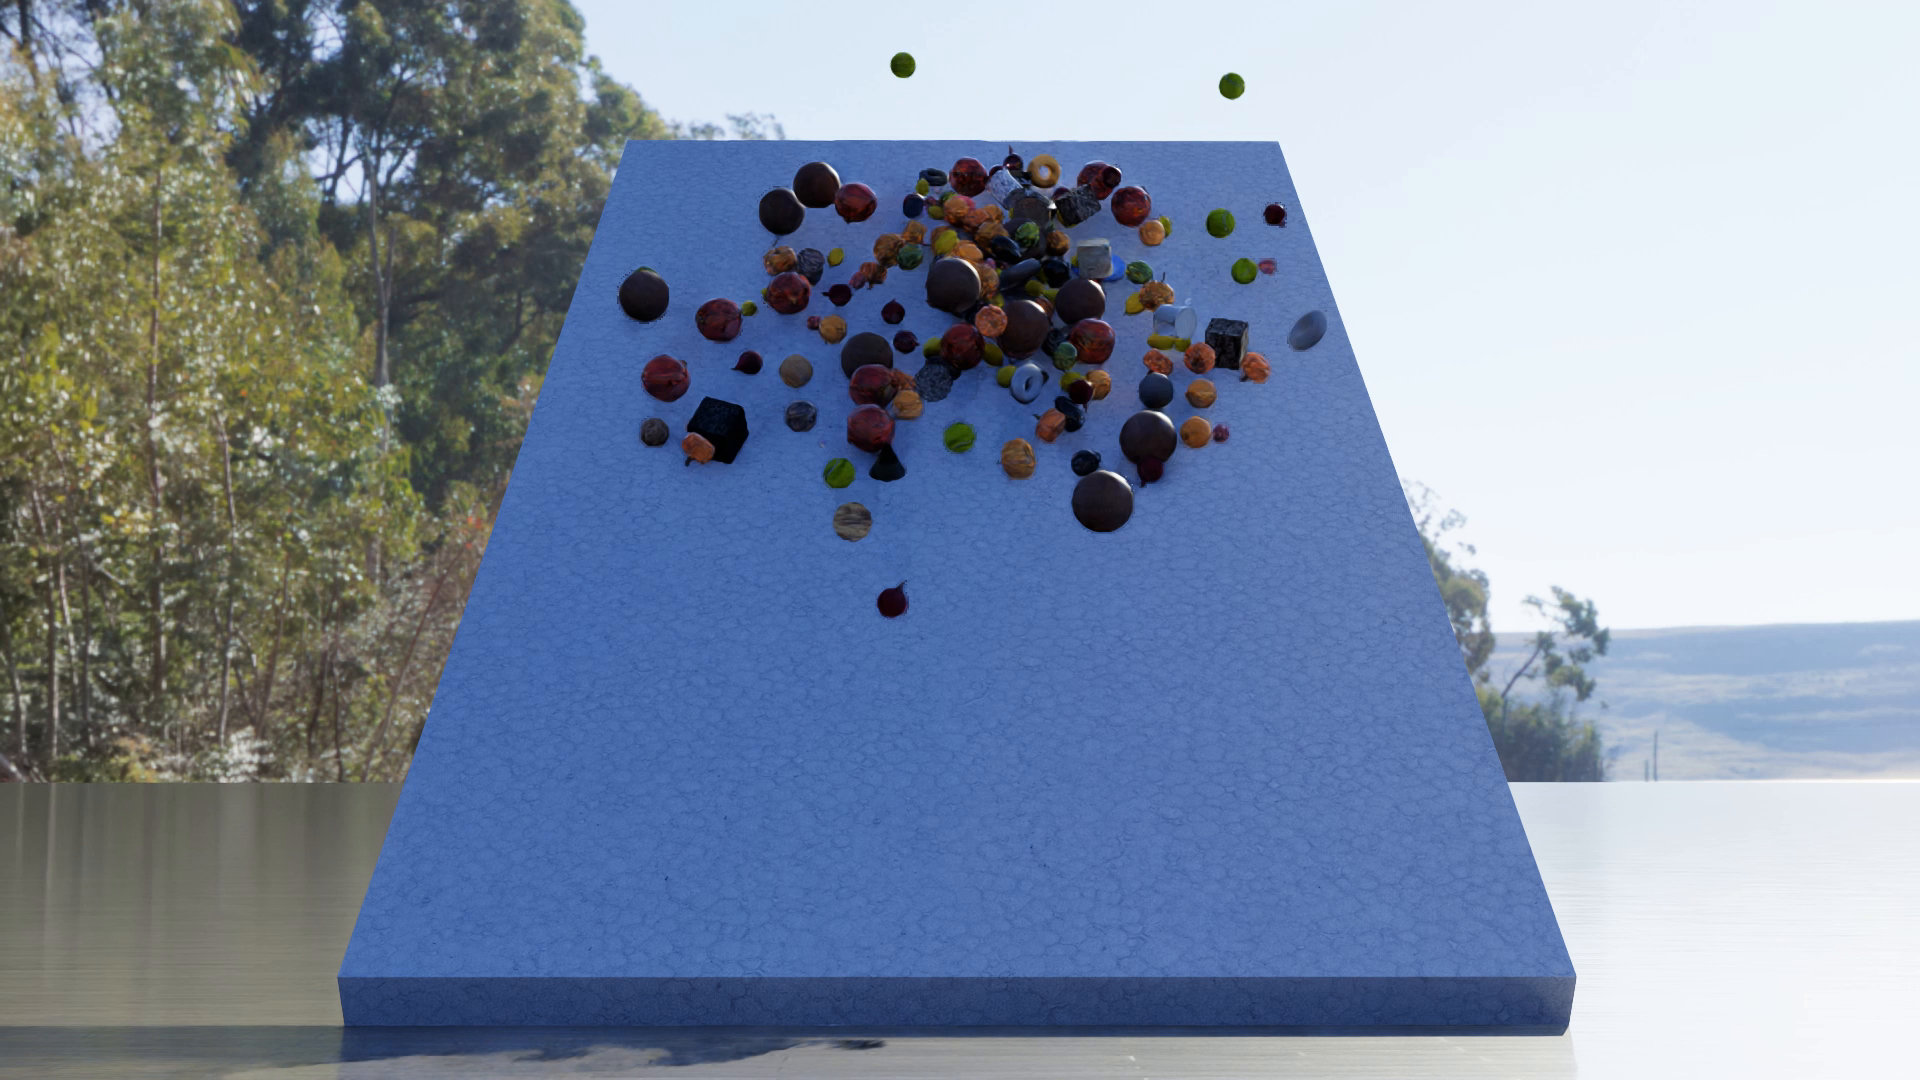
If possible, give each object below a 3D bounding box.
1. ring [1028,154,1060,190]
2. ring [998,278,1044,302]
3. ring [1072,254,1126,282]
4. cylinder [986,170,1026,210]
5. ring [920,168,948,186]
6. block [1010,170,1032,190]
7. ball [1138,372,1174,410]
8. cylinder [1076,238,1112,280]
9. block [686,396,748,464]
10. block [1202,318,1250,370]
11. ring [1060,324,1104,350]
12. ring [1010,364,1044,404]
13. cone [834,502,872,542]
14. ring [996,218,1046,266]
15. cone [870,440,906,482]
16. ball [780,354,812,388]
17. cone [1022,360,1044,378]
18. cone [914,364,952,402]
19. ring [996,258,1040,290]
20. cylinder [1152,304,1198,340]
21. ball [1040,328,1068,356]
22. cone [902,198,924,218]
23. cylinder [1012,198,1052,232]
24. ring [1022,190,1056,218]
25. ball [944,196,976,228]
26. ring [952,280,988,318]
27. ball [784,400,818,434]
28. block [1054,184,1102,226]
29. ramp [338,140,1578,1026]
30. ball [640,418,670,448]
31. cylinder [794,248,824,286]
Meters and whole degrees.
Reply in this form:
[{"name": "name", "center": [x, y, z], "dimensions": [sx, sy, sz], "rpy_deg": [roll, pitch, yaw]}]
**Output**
[{"name": "ring", "center": [0.244, -1.069, 6.964], "dimensions": [0.101, 0.101, 0.034], "rpy_deg": [2, 10, -17]}, {"name": "ring", "center": [0.158, -0.662, 6.306], "dimensions": [0.122, 0.041, 0.122], "rpy_deg": [1, 29, -1]}, {"name": "ring", "center": [0.370, -0.732, 6.419], "dimensions": [0.145, 0.048, 0.145], "rpy_deg": [4, 30, -2]}, {"name": "cylinder", "center": [0.127, -0.974, 6.667], "dimensions": [0.080, 0.080, 0.080], "rpy_deg": [-32, -26, -18]}, {"name": "ring", "center": [-0.077, -1.058, 7.009], "dimensions": [0.087, 0.029, 0.087], "rpy_deg": [6, 32, -4]}, {"name": "block", "center": [0.170, -1.018, 6.905], "dimensions": [0.063, 0.063, 0.063], "rpy_deg": [6, -45, 3]}, {"name": "ball", "center": [0.466, -0.354, 5.702], "dimensions": [0.086, 0.086, 0.086], "rpy_deg": [0, -6, 0]}, {"name": "cylinder", "center": [0.350, -0.731, 6.230], "dimensions": [0.086, 0.086, 0.086], "rpy_deg": [-7, 21, 3]}, {"name": "block", "center": [-0.550, -0.249, 5.458], "dimensions": [0.097, 0.097, 0.097], "rpy_deg": [15, -37, 16]}, {"name": "block", "center": [0.658, -0.485, 5.935], "dimensions": [0.092, 0.092, 0.092], "rpy_deg": [9, 30, 16]}, {"name": "ring", "center": [0.303, -0.511, 6.033], "dimensions": [0.121, 0.040, 0.121], "rpy_deg": [-1, 27, 1]}, {"name": "ring", "center": [0.157, -0.365, 5.610], "dimensions": [0.094, 0.094, 0.031], "rpy_deg": [6, 10, -45]}, {"name": "cone", "center": [-0.237, -0.040, 5.179], "dimensions": [0.085, 0.085, 0.085], "rpy_deg": [1, 2, -10]}, {"name": "ring", "center": [0.166, -0.800, 6.472], "dimensions": [0.137, 0.137, 0.046], "rpy_deg": [1, 2, -5]}, {"name": "cone", "center": [-0.163, -0.188, 5.401], "dimensions": [0.083, 0.083, 0.083], "rpy_deg": [0, 29, 0]}, {"name": "ball", "center": [-0.396, -0.409, 5.802], "dimensions": [0.081, 0.081, 0.081], "rpy_deg": [0, -6, 0]}, {"name": "cone", "center": [0.183, -0.405, 5.854], "dimensions": [0.062, 0.062, 0.062], "rpy_deg": [-2, 1, 15]}, {"name": "cone", "center": [-0.072, -0.377, 5.788], "dimensions": [0.092, 0.092, 0.092], "rpy_deg": [1, 2, -10]}, {"name": "ring", "center": [0.151, -0.690, 6.223], "dimensions": [0.126, 0.042, 0.126], "rpy_deg": [-27, -1, 0]}, {"name": "cylinder", "center": [0.447, -0.454, 4.989], "dimensions": [0.066, 0.066, 0.066], "rpy_deg": [5, 6, -41]}, {"name": "ball", "center": [0.235, -0.491, 5.965], "dimensions": [0.070, 0.070, 0.070], "rpy_deg": [0, -6, 0]}, {"name": "cone", "center": [-0.116, -0.899, 6.601], "dimensions": [0.062, 0.062, 0.062], "rpy_deg": [-3, -23, 24]}, {"name": "cylinder", "center": [0.198, -0.882, 6.544], "dimensions": [0.099, 0.099, 0.099], "rpy_deg": [-1, 3, 7]}, {"name": "ring", "center": [0.214, -0.948, 6.779], "dimensions": [0.131, 0.044, 0.131], "rpy_deg": [26, 23, -12]}, {"name": "ball", "center": [0.001, -0.920, 6.719], "dimensions": [0.092, 0.092, 0.092], "rpy_deg": [0, -6, 0]}, {"name": "ring", "center": [0.024, -0.618, 6.151], "dimensions": [0.038, 0.115, 0.115], "rpy_deg": [42, -16, -10]}, {"name": "ball", "center": [-0.362, -0.281, 5.460], "dimensions": [0.077, 0.077, 0.077], "rpy_deg": [0, -6, 0]}, {"name": "block", "center": [0.322, -0.916, 6.565], "dimensions": [0.079, 0.079, 0.079], "rpy_deg": [-36, 15, -26]}, {"name": "ramp", "center": [-0.012, -0.218, 5.645], "dimensions": [2.000, 0.100, 4.000], "rpy_deg": [0, 29, 0]}, {"name": "ball", "center": [-0.702, -0.247, 5.522], "dimensions": [0.067, 0.067, 0.067], "rpy_deg": [0, -6, 0]}, {"name": "cylinder", "center": [-0.399, -0.720, 6.344], "dimensions": [0.073, 0.073, 0.073], "rpy_deg": [1, -24, -9]}]
